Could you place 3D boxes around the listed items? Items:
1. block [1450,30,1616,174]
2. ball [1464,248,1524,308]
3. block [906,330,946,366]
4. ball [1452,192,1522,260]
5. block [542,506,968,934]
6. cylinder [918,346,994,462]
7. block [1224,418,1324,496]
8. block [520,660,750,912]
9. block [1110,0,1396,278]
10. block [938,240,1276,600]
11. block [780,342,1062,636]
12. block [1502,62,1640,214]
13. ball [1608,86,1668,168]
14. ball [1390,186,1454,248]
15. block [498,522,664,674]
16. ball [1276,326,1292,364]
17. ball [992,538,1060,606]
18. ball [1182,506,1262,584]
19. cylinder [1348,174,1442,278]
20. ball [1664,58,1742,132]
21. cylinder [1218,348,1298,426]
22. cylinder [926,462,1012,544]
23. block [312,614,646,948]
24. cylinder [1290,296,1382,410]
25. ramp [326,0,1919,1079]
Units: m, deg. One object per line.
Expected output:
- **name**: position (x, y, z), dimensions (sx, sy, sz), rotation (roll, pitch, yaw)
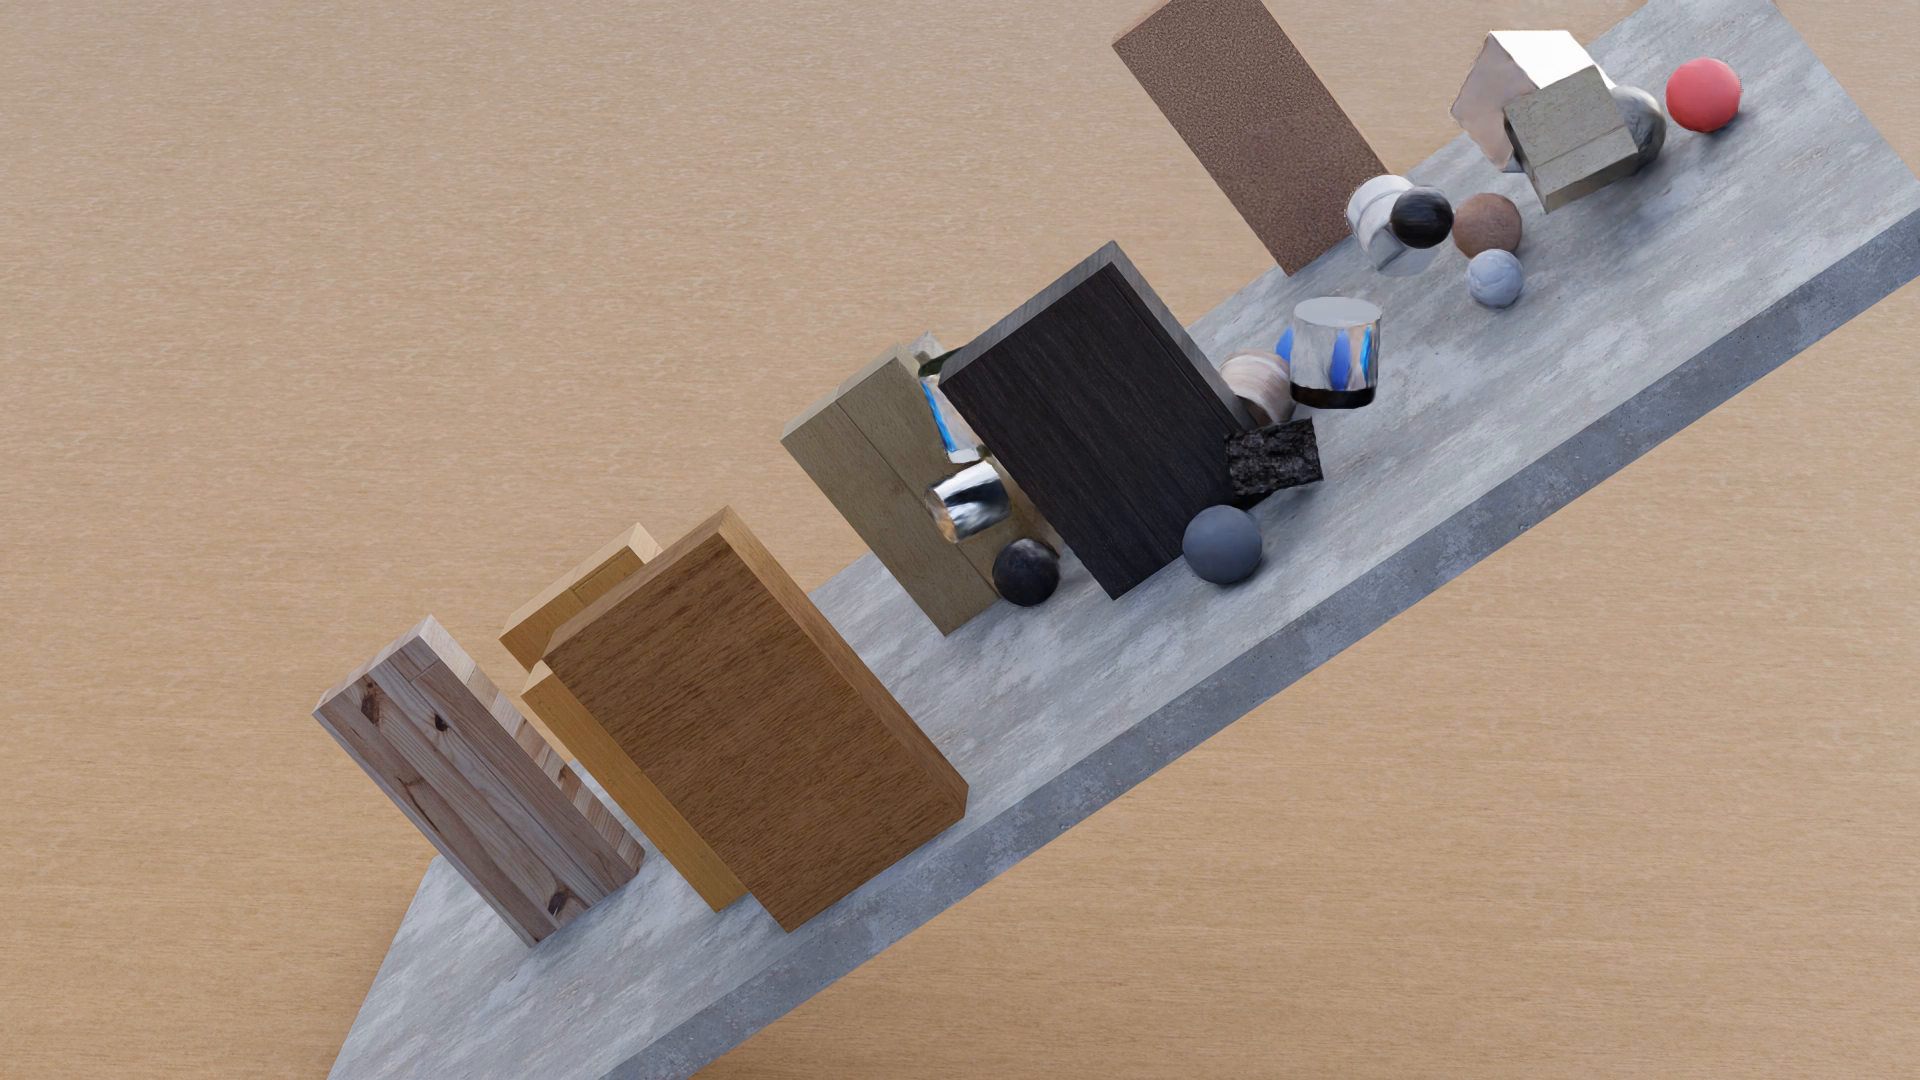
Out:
- **block**: position (1.175, -0.897, 6.021), dimensions (0.205, 0.205, 0.205), rotation (-6, 48, -30)
- **ball**: position (1.041, -0.509, 5.729), dimensions (0.115, 0.115, 0.115), rotation (0, 23, 0)
- **block**: position (-0.046, -0.223, 6.833), dimensions (0.267, 0.440, 0.137), rotation (-35, 16, 17)
- **ball**: position (1.068, -0.633, 5.959), dimensions (0.142, 0.142, 0.142), rotation (0, 23, 0)
- **block**: position (-0.377, 0.343, 5.510), dimensions (0.428, 0.719, 0.129), rotation (-35, 16, 17)
- **cylinder**: position (0.036, -0.291, 6.126), dimensions (0.196, 0.196, 0.196), rotation (-19, 15, 6)
- **block**: position (0.601, -0.159, 5.645), dimensions (0.121, 0.121, 0.121), rotation (-12, 2, -37)
- **block**: position (-0.533, 0.404, 5.909), dimensions (0.368, 0.608, 0.149), rotation (-35, 16, 17)
- **block**: position (0.687, -0.973, 6.754), dimensions (0.330, 0.689, 0.082), rotation (-35, 16, 17)
- **block**: position (0.303, -0.233, 5.815), dimensions (0.425, 0.570, 0.145), rotation (-35, 16, 17)
- **block**: position (-0.080, -0.107, 6.347), dimensions (0.319, 0.571, 0.102), rotation (-35, 16, 17)
- **block**: position (1.166, -0.765, 5.618), dimensions (0.189, 0.189, 0.189), rotation (-26, -9, 8)
- **ball**: position (1.319, -0.818, 5.843), dimensions (0.168, 0.168, 0.168), rotation (0, 23, 0)
- **ball**: position (0.915, -0.638, 5.823), dimensions (0.123, 0.123, 0.123), rotation (0, 23, 0)
- **block**: position (-0.740, 0.289, 6.853), dimensions (0.398, 0.529, 0.136), rotation (-35, 16, 17)
- **ball**: position (0.722, -0.382, 6.063), dimensions (0.141, 0.141, 0.141), rotation (0, 23, 0)
- **ball**: position (0.139, 0.068, 6.160), dimensions (0.142, 0.142, 0.142), rotation (0, 23, 0)
- **ball**: position (0.491, 0.009, 5.500), dimensions (0.149, 0.149, 0.149), rotation (0, 23, 0)
- **cylinder**: position (0.904, -0.653, 6.123), dimensions (0.156, 0.156, 0.156), rotation (-5, 38, -11)
- **ball**: position (1.447, -0.867, 5.728), dimensions (0.144, 0.144, 0.144), rotation (0, 23, 0)
- **cylinder**: position (0.586, -0.271, 6.001), dimensions (0.177, 0.177, 0.177), rotation (9, 38, 20)
- **cylinder**: position (0.018, -0.077, 6.063), dimensions (0.129, 0.129, 0.129), rotation (-25, 30, -15)
- **block**: position (-1.063, 0.541, 6.525), dimensions (0.323, 0.729, 0.109), rotation (-35, 16, 17)
- **cylinder**: position (0.701, -0.349, 5.495), dimensions (0.164, 0.164, 0.164), rotation (0, 24, 0)
- **ramp**: position (0.126, 0.181, 6.329), dimensions (4.000, 0.100, 2.000), rotation (-35, 16, 17)
